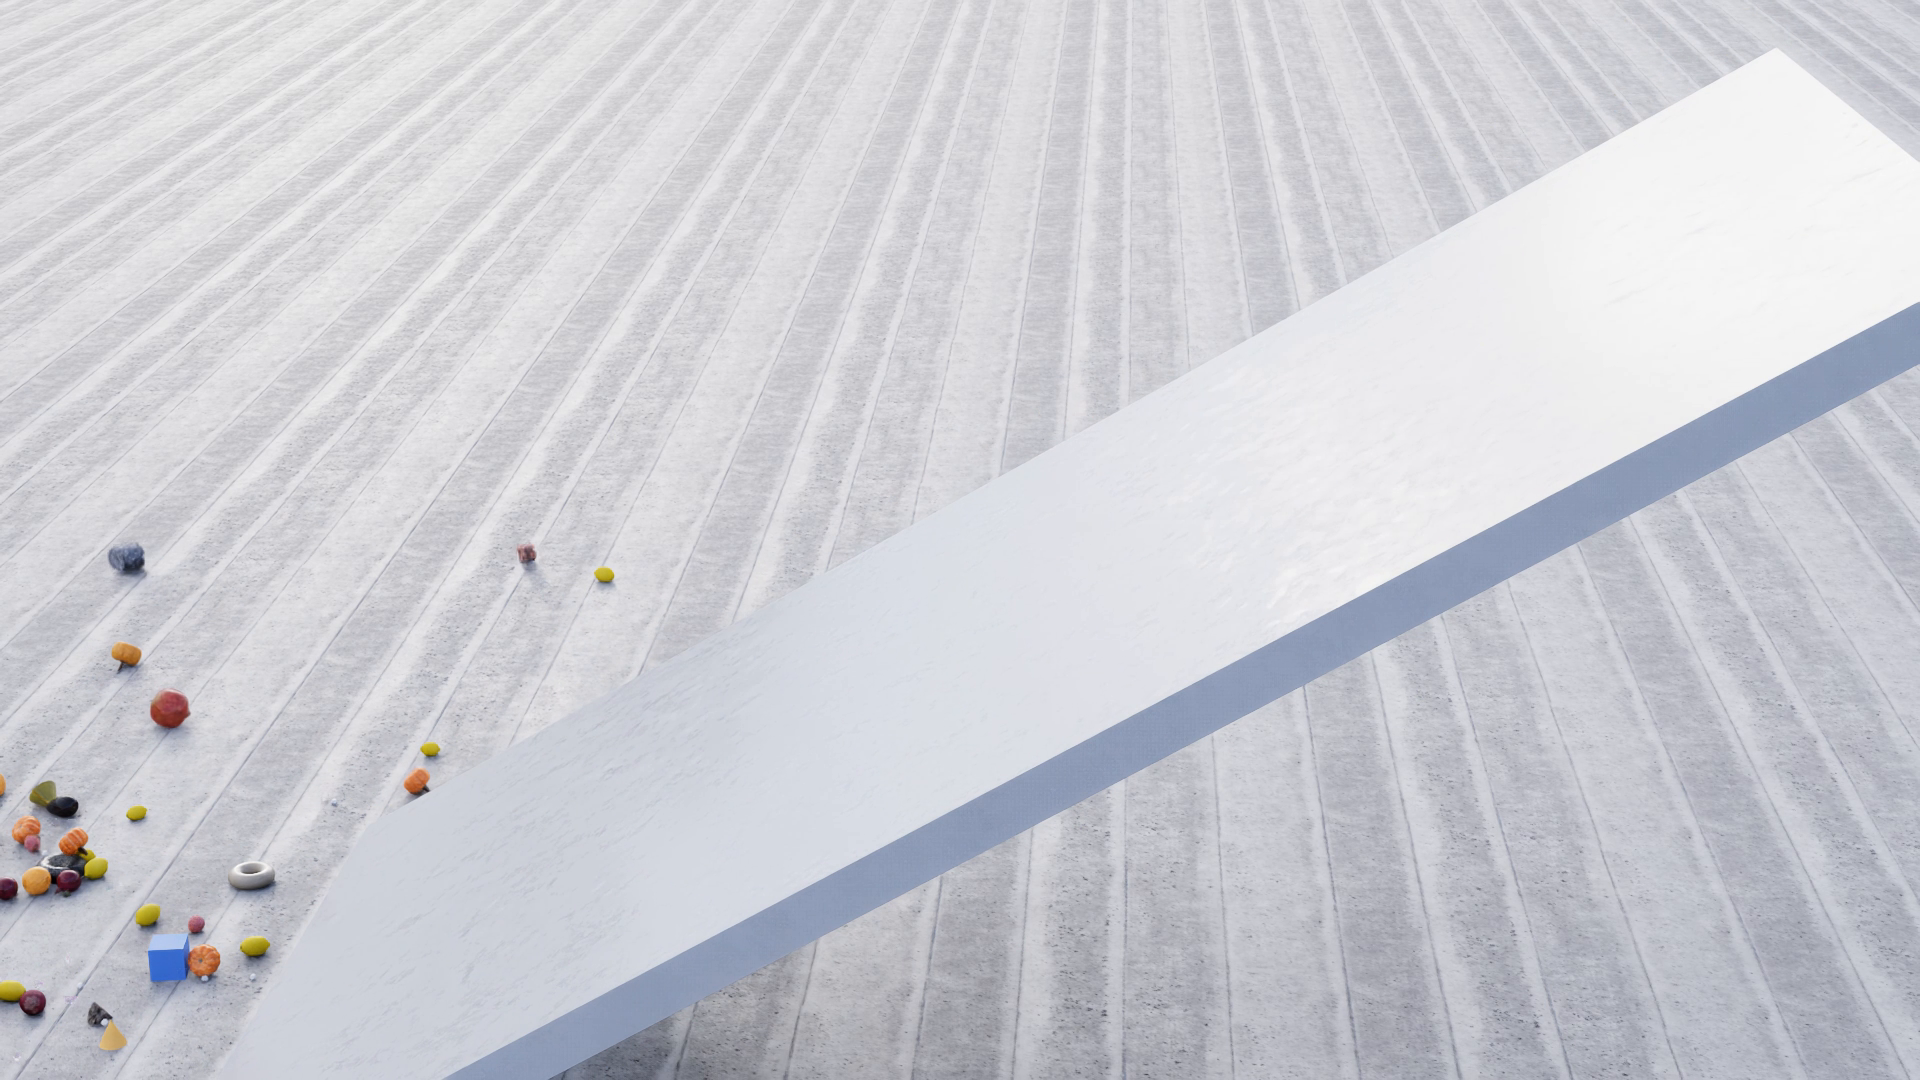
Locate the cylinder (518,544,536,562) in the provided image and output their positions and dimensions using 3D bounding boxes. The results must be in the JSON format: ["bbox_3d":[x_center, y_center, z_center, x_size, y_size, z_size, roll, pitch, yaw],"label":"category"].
[{"bbox_3d":[-1.454,0.044,9.866,0.052,0.052,0.052,-7,20,-18],"label":"cylinder"}]

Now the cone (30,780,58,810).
[{"bbox_3d":[-2.461,0.708,7.957,0.080,0.080,0.080,-20,54,-45],"label":"cone"}]

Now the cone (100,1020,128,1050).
[{"bbox_3d":[-1.935,1.121,6.711,0.063,0.063,0.063,0,19,0],"label":"cone"}]

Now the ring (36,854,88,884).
[{"bbox_3d":[-2.306,0.843,7.550,0.131,0.044,0.131,3,18,-1],"label":"ring"}]

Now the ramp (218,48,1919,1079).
[{"bbox_3d":[0.142,0.168,6.287,4.000,0.100,2.000,-29,15,12],"label":"ramp"}]

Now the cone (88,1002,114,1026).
[{"bbox_3d":[-1.987,1.104,6.822,0.053,0.053,0.053,20,4,-37],"label":"cone"}]

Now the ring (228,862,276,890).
[{"bbox_3d":[-1.810,0.858,7.515,0.120,0.040,0.120,0,18,0],"label":"ring"}]

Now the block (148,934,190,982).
[{"bbox_3d":[-1.892,0.999,7.039,0.082,0.082,0.082,-2,19,-5],"label":"block"}]
